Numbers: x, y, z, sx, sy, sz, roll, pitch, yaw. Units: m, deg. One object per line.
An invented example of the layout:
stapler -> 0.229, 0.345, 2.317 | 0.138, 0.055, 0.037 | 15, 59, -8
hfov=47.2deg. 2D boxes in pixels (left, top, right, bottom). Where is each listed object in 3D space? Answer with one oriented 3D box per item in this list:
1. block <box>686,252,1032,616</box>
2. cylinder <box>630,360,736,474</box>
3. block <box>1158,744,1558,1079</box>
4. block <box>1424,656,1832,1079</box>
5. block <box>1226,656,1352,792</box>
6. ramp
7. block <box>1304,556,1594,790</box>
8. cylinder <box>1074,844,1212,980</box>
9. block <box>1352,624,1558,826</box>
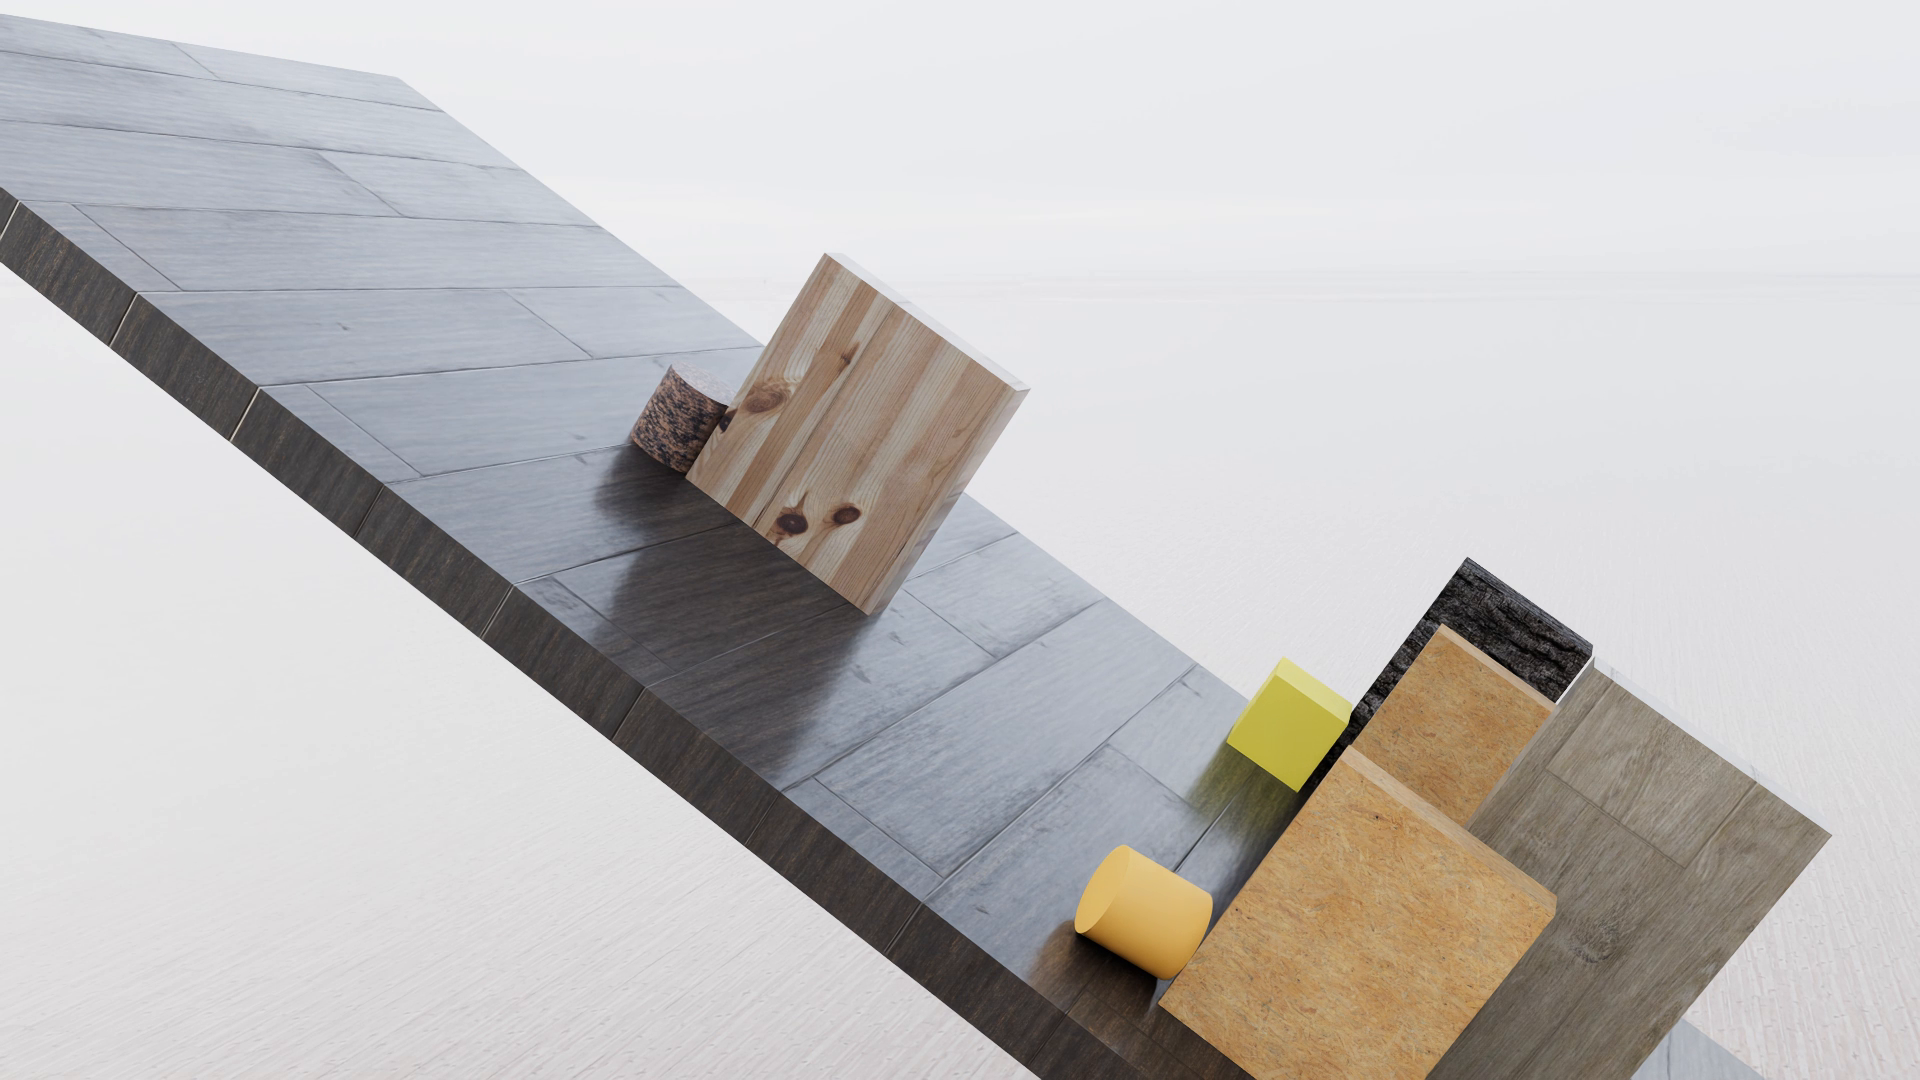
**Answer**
block -> -0.189, -0.192, 3.974 | 0.430, 0.493, 0.095 | 36, 15, 10
cylinder -> -0.507, -0.227, 4.081 | 0.153, 0.153, 0.153 | 31, 15, -10
block -> 0.570, 0.593, 3.175 | 0.360, 0.461, 0.098 | 36, 15, 10
block -> 0.934, 0.597, 3.400 | 0.414, 0.727, 0.108 | 36, 15, 10
block -> 0.692, 0.383, 4.606 | 0.179, 0.179, 0.179 | 35, 15, 6
ramp -> -0.111, 0.190, 4.092 | 4.000, 0.100, 2.000 | 36, 15, 10
block -> 1.013, 0.362, 4.584 | 0.314, 0.568, 0.142 | 36, 15, 10
cylinder -> 0.274, 0.556, 3.282 | 0.148, 0.148, 0.148 | 31, 2, -10
block -> 0.901, 0.471, 4.132 | 0.359, 0.508, 0.097 | 36, 15, 10
